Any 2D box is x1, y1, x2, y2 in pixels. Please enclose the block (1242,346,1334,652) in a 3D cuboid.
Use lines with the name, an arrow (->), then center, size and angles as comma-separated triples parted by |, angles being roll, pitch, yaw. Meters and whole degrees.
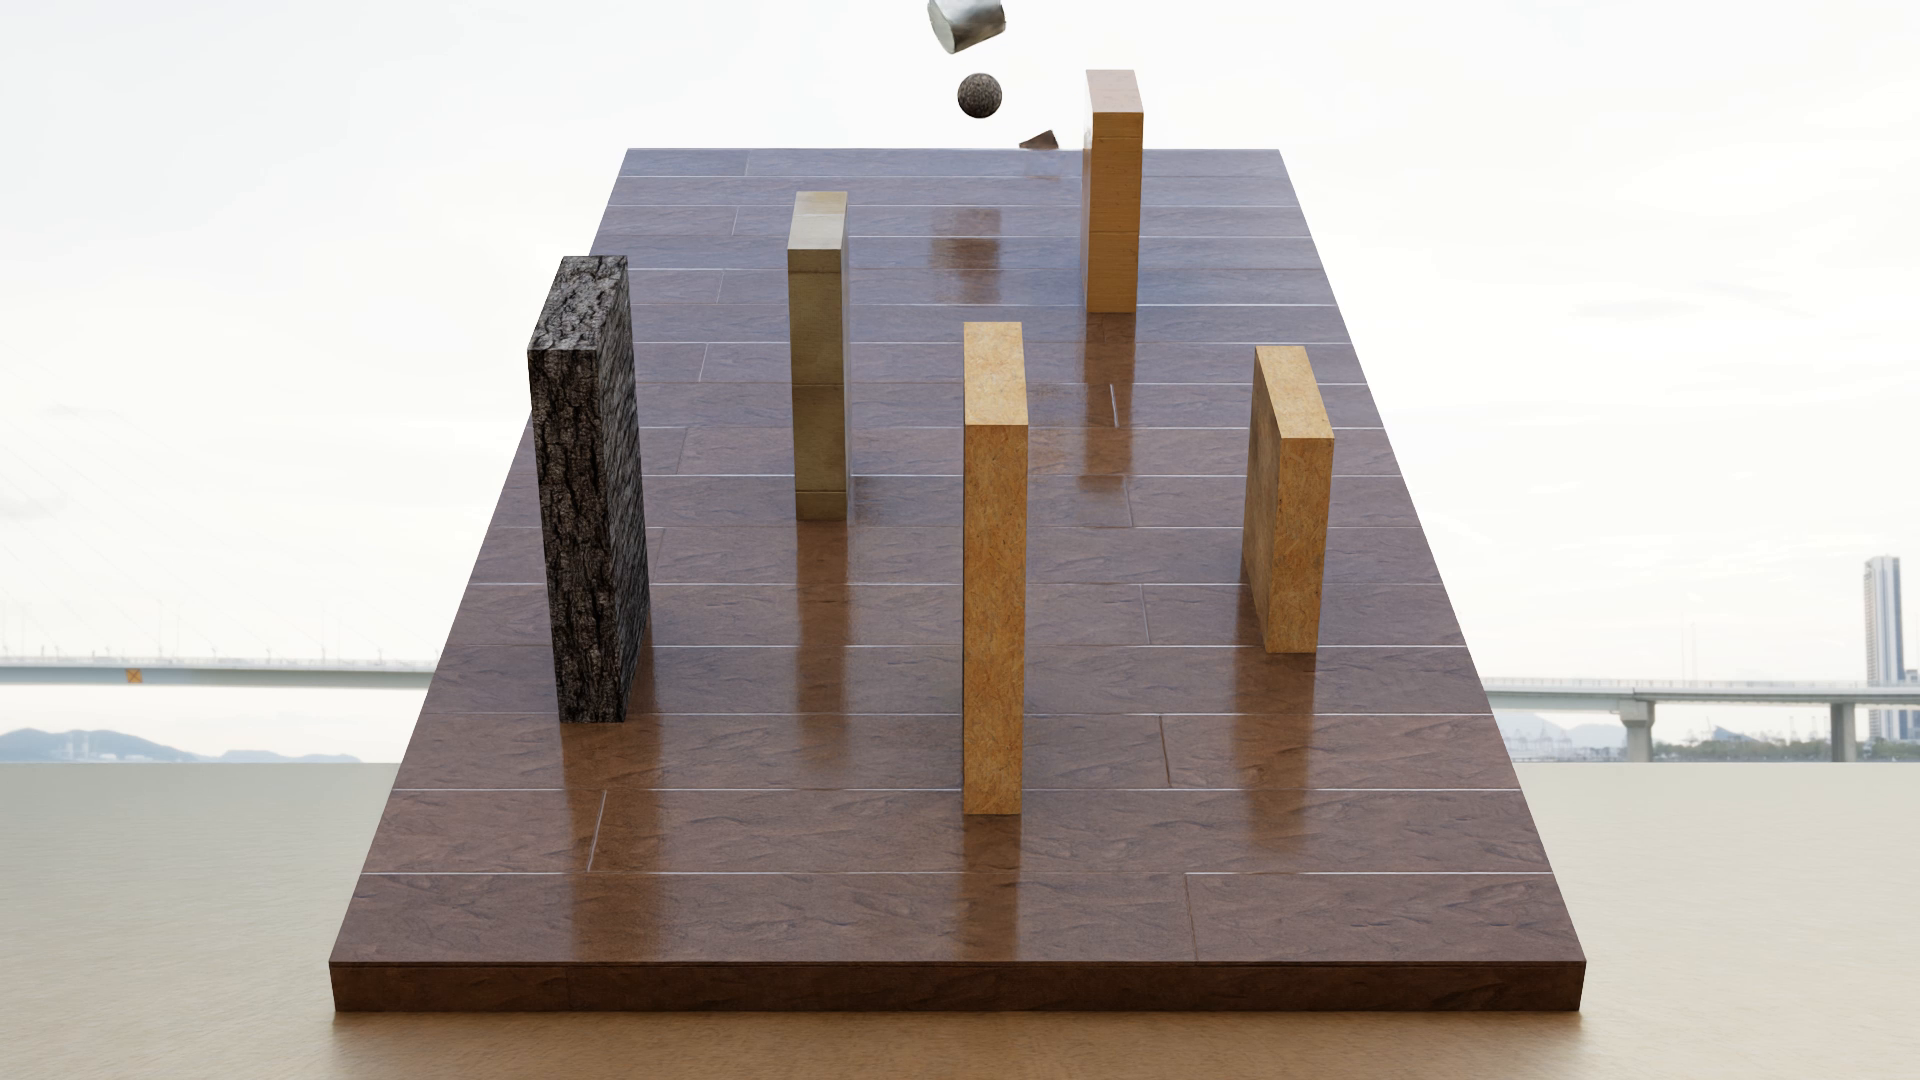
block -> 0.645, -0.086, 4.724 | 0.098, 0.462, 0.432 | 0, 28, 0

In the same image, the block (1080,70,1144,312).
block -> 0.392, -0.910, 6.201 | 0.128, 0.535, 0.364 | 0, 28, 0

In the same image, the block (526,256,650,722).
block -> -0.681, -0.097, 4.430 | 0.119, 0.749, 0.442 | 0, 28, 0

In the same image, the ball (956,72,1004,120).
ball -> 0.059, -1.308, 7.020 | 0.136, 0.136, 0.136 | 0, -5, 0

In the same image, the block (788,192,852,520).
block -> -0.298, -0.398, 5.140 | 0.109, 0.619, 0.345 | 0, 28, 0

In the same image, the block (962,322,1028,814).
block -> 0.057, 0.048, 4.163 | 0.100, 0.748, 0.422 | 0, 28, 0

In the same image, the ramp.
ramp -> -0.011, -0.223, 5.579 | 2.000, 0.100, 4.000 | 0, 28, 0

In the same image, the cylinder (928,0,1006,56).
cylinder -> 0.021, -1.613, 7.351 | 0.179, 0.179, 0.179 | -26, 0, -12

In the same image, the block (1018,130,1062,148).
block -> 0.266, -1.187, 7.428 | 0.115, 0.115, 0.115 | -24, -17, 9
